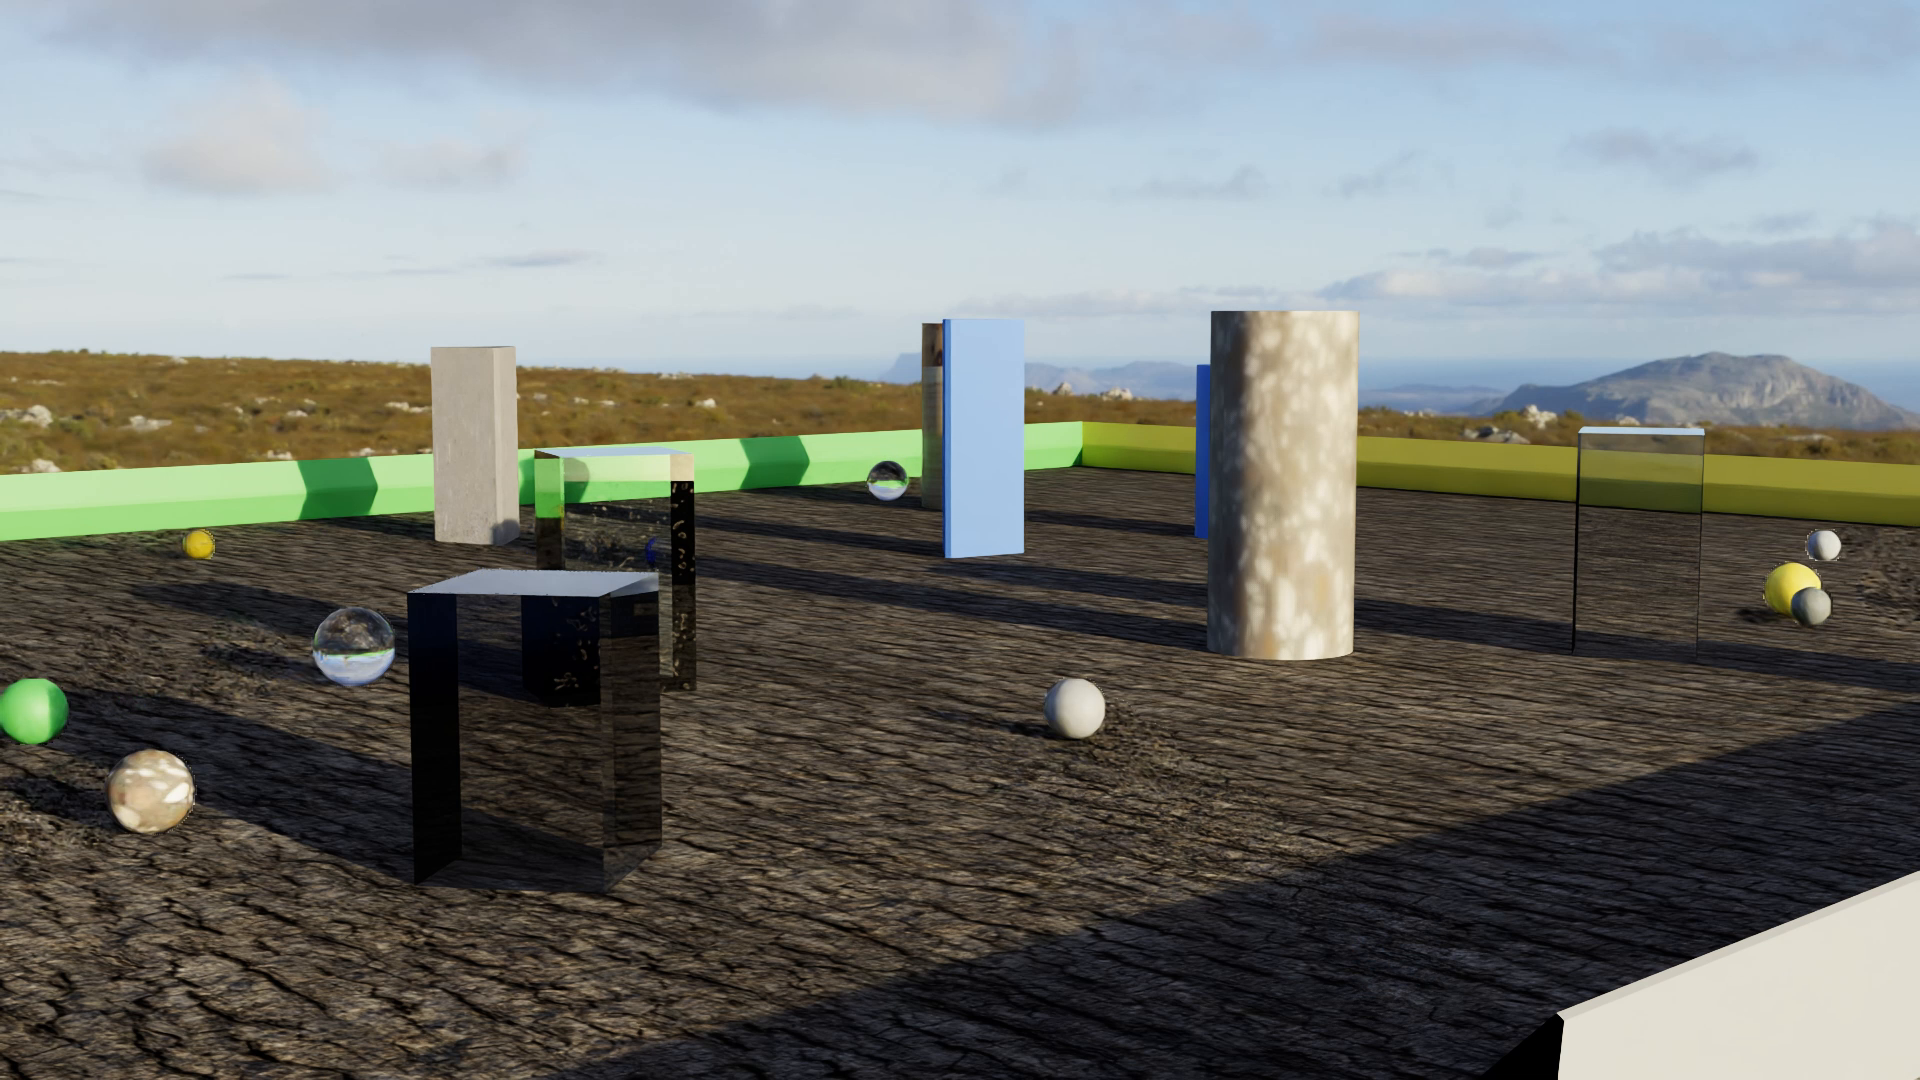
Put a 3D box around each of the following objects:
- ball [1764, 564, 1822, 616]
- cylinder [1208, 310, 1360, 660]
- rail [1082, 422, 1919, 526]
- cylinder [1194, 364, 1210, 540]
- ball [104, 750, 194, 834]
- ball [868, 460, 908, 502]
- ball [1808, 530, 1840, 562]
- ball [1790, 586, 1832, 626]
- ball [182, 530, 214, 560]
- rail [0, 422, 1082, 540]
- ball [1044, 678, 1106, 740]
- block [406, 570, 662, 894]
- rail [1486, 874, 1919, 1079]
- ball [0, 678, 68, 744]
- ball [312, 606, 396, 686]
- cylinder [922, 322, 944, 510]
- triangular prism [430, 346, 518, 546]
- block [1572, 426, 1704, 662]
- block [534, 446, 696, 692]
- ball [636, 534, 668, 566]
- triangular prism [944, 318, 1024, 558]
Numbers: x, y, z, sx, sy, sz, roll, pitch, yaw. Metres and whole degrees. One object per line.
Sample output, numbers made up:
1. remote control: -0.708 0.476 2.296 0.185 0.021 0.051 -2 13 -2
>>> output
1. ball: 1.206 0.072 3.184 0.077 0.077 0.077 0 6 0
2. cylinder: 0.420 -0.077 2.864 0.190 0.441 0.190 0 6 0
3. rail: 1.620 -0.125 4.819 0.045 0.124 3.811 -6 8 -42
4. cylinder: 0.555 -0.174 4.289 0.190 0.335 0.190 0 6 0
5. ball: -0.688 0.214 1.867 0.072 0.072 0.072 0 6 0
6. ball: -0.167 -0.137 5.083 0.095 0.095 0.095 0 6 0
7. ball: 1.525 0.010 3.882 0.055 0.055 0.055 0 6 0
8. ball: 1.197 0.093 3.094 0.054 0.054 0.054 0 6 0
9. ball: -1.352 0.010 3.900 0.051 0.051 0.051 0 6 0
10. rail: -1.276 -0.113 4.707 4.457 0.124 0.045 -6 8 -42
11. ball: 0.119 0.175 2.278 0.064 0.064 0.064 0 6 0
12. block: -0.334 0.147 1.751 0.152 0.229 0.152 1 6 9
13. rail: 1.276 0.177 1.957 4.457 0.124 0.045 -6 8 -42
14. ball: -0.949 0.175 2.250 0.068 0.068 0.068 0 6 0
15. ball: -0.714 0.126 2.594 0.094 0.094 0.094 0 6 0
16. cylinder: 0.009 -0.281 4.941 0.190 0.411 0.190 0 6 0
17. triangular prism: -0.901 -0.185 4.225 0.165 0.371 0.143 3 7 30
18. block: 0.880 0.002 2.852 0.152 0.287 0.152 2 6 18
19. block: -0.407 0.034 2.595 0.152 0.277 0.152 -3 7 -23
20. ball: -0.534 0.016 3.817 0.056 0.056 0.056 0 6 0
21. triangular prism: 0.010 -0.190 4.012 0.165 0.424 0.143 -4 7 -33
